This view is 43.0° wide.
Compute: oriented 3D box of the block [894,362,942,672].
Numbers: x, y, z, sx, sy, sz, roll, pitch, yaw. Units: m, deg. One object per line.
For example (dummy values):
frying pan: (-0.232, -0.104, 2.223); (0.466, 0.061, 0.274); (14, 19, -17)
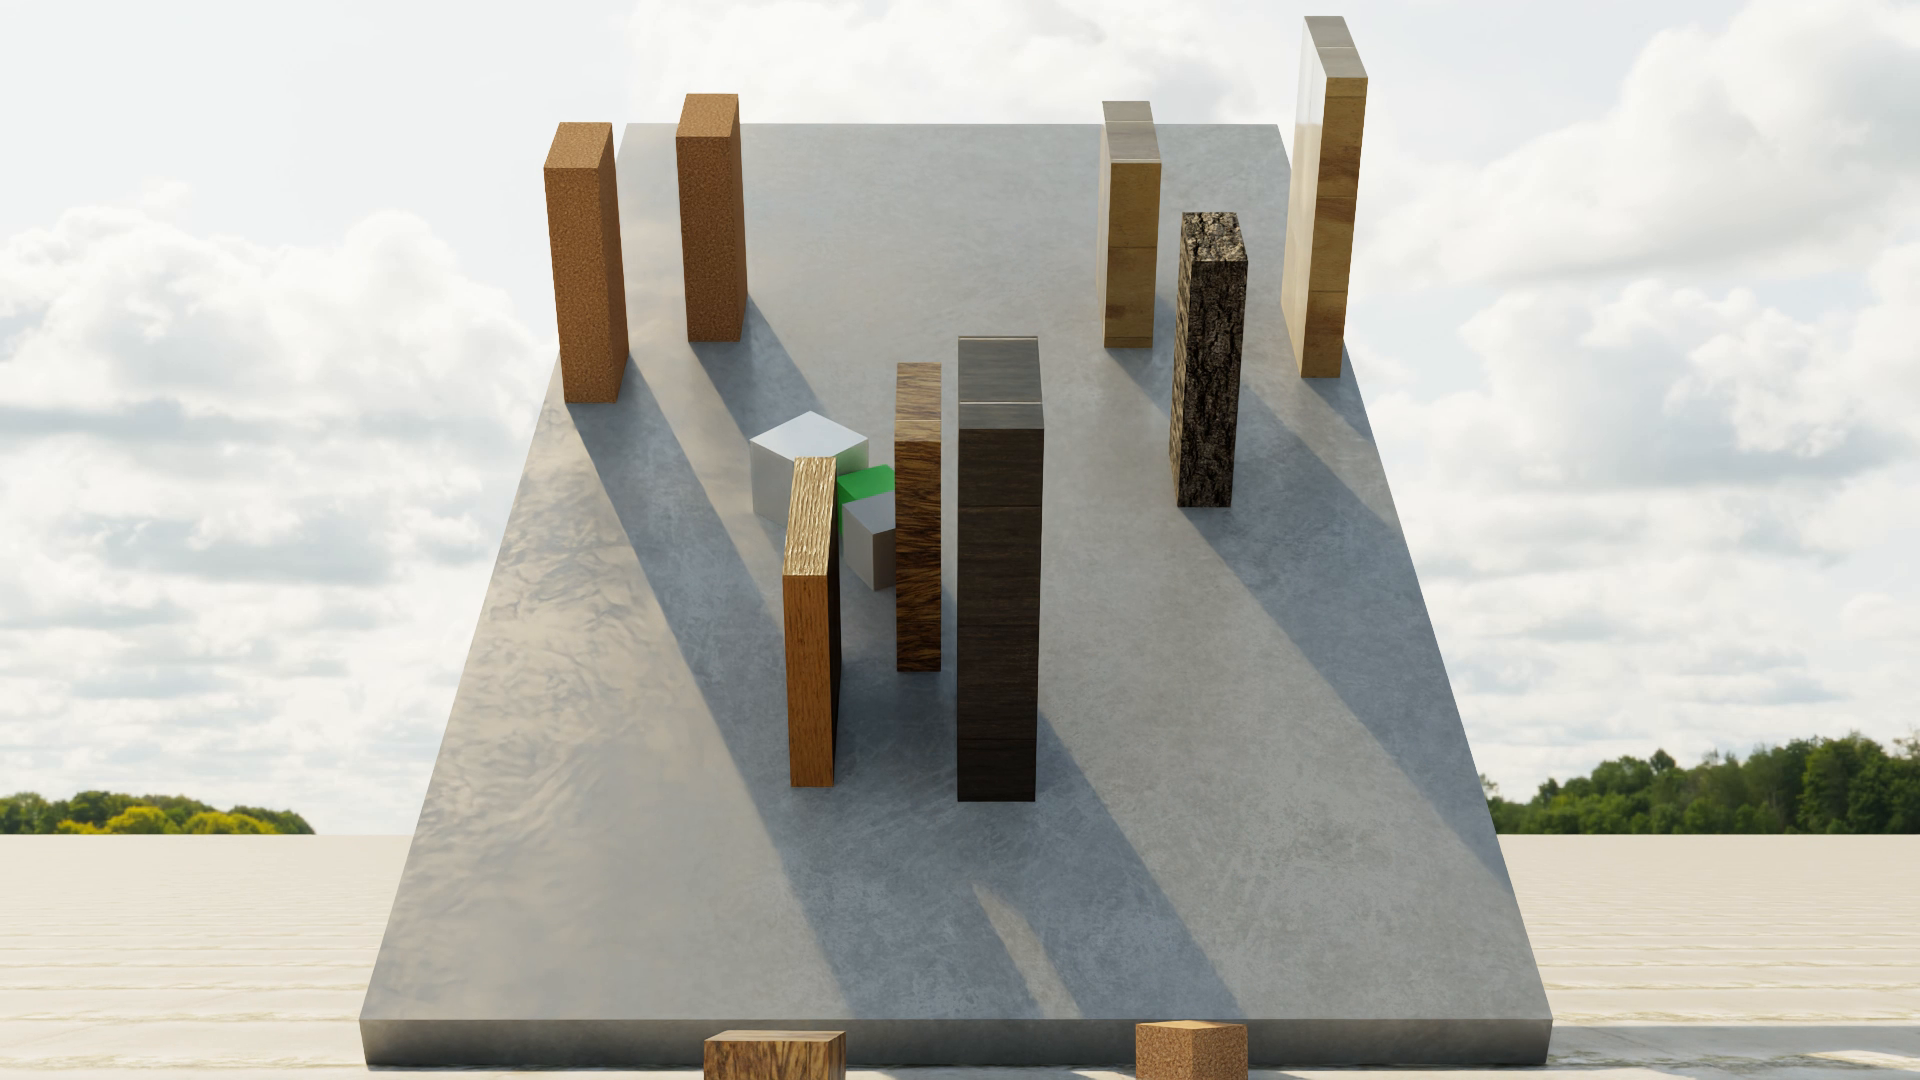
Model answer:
block: (-0.083, -0.047, 4.956); (0.089, 0.535, 0.331); (0, 31, 0)

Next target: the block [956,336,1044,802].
block: (0.069, 0.059, 4.529); (0.146, 0.800, 0.354); (0, 31, 0)

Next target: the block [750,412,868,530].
block: (-0.335, -0.145, 5.449); (0.186, 0.186, 0.186); (26, 40, 36)

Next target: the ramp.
ramp: (-0.014, -0.197, 5.811); (2.000, 0.100, 4.000); (0, 31, 0)

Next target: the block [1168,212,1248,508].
block: (0.554, -0.402, 5.468); (0.121, 0.611, 0.257); (0, 31, 0)

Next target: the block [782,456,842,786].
block: (-0.281, 0.153, 4.684); (0.080, 0.475, 0.432); (0, 31, 0)

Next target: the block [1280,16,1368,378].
block: (0.897, -0.849, 6.038); (0.097, 0.784, 0.425); (0, 31, 0)

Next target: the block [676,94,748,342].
block: (-0.628, -0.820, 6.198); (0.132, 0.557, 0.290); (0, 31, 0)

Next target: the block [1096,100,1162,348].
block: (0.428, -0.811, 6.242); (0.123, 0.503, 0.414); (0, 31, 0)

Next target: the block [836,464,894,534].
block: (-0.190, -0.068, 5.377); (0.131, 0.131, 0.131); (-16, 35, -25)

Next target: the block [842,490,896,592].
block: (-0.157, -0.001, 5.256); (0.143, 0.143, 0.143); (-16, 35, -25)

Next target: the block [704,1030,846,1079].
block: (-0.221, 0.671, 2.927); (0.148, 0.148, 0.148); (-1, -7, 5)

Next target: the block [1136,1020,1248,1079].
block: (0.335, 0.758, 3.522); (0.114, 0.114, 0.114); (6, -9, -40)

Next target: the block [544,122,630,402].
block: (-0.900, -0.669, 5.894); (0.126, 0.614, 0.282); (0, 31, 0)
